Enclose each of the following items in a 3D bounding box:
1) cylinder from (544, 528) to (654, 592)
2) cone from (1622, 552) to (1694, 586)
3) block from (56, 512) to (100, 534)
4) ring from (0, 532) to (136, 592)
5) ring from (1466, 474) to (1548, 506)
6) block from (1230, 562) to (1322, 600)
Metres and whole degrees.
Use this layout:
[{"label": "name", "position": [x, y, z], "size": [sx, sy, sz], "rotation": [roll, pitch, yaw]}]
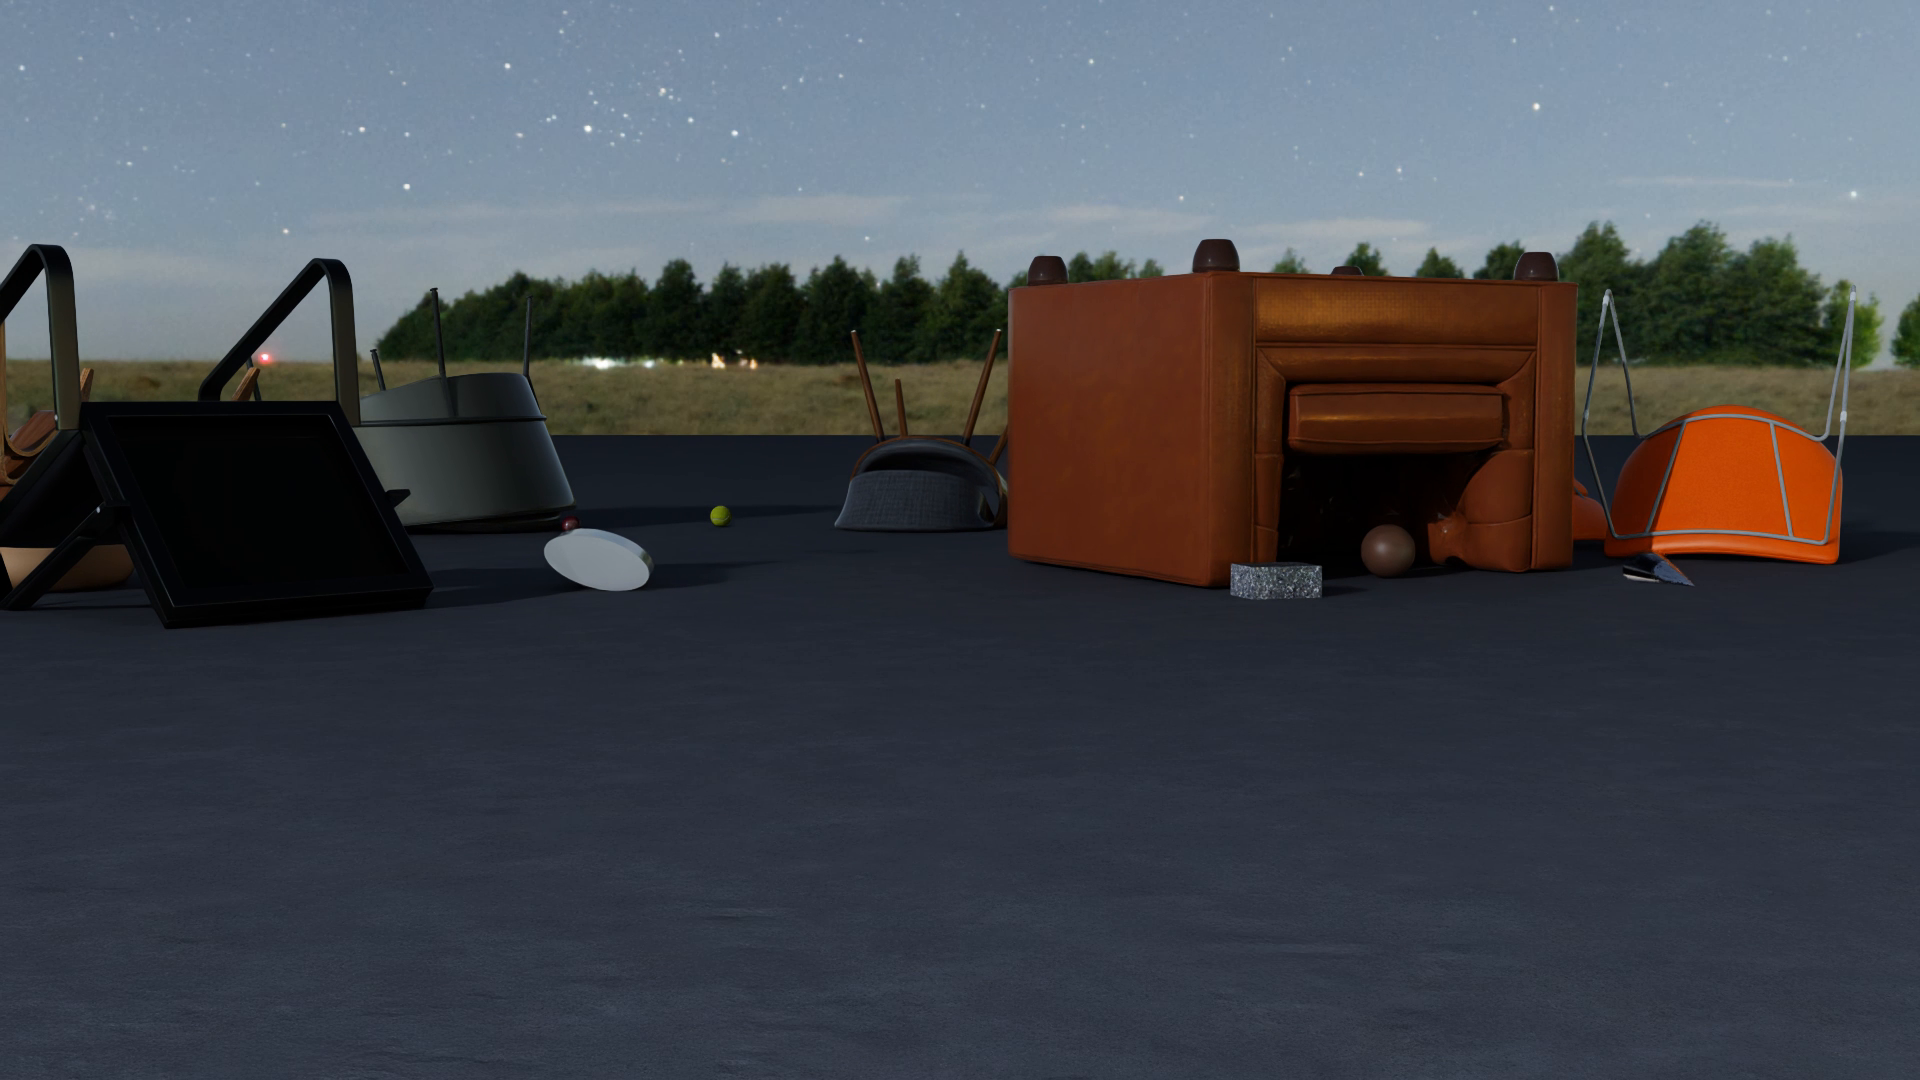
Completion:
[{"label": "cylinder", "position": [-0.817, 0.043, 4.991], "size": [0.239, 0.112, 0.220], "rotation": [16, 2, -6]}, {"label": "cone", "position": [1.637, 0.084, 5.070], "size": [0.156, 0.071, 0.147], "rotation": [-1, 17, -32]}, {"label": "block", "position": [-2.710, -0.048, 6.759], "size": [0.075, 0.066, 0.095], "rotation": [1, 4, 19]}, {"label": "ring", "position": [-2.085, 0.048, 4.994], "size": [0.403, 0.119, 0.465], "rotation": [0, 3, -14]}, {"label": "ring", "position": [2.121, -0.194, 8.538], "size": [0.279, 0.116, 0.448], "rotation": [1, 3, -12]}, {"label": "block", "position": [0.686, 0.087, 4.772], "size": [0.160, 0.069, 0.119], "rotation": [-1, 4, -17]}]
